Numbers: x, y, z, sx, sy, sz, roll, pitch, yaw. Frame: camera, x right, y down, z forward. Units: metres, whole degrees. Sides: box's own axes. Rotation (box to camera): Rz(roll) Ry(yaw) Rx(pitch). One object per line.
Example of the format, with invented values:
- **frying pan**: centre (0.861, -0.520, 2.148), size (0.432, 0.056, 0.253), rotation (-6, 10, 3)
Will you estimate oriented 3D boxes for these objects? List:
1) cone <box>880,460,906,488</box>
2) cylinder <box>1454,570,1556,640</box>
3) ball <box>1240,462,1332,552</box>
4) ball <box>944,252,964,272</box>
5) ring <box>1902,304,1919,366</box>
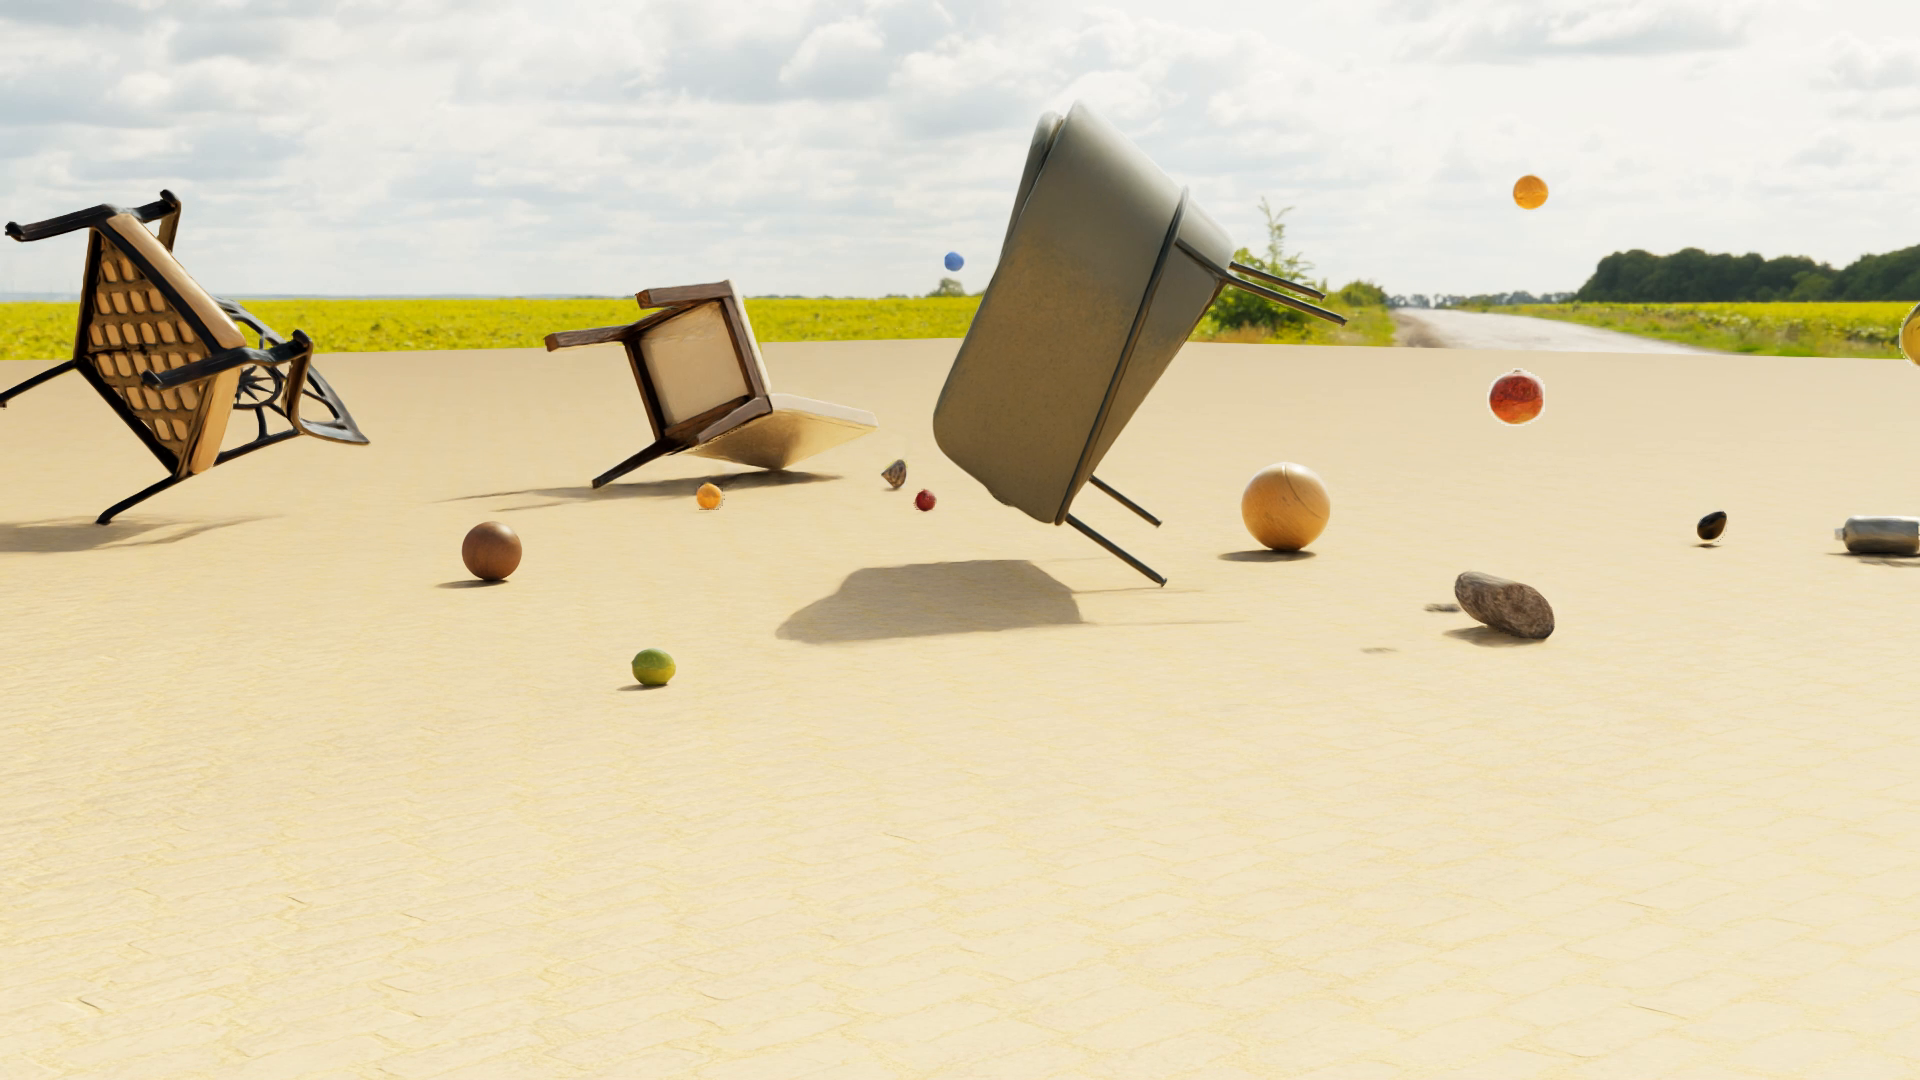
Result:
- **cone**: centre (-0.219, -0.204, 7.944), size (0.071, 0.097, 0.079), rotation (-4, 44, -39)
- **cylinder**: centre (1.006, 0.119, 4.741), size (0.132, 0.081, 0.191), rotation (41, -4, -14)
- **ball**: centre (0.780, -0.079, 6.137), size (0.214, 0.214, 0.214), rotation (0, 6, 0)
- **ball**: centre (-0.017, -0.797, 7.339), size (0.058, 0.058, 0.058), rotation (0, 6, 0)
- **ring**: centre (2.487, -0.529, 6.410), size (0.266, 0.252, 0.068), rotation (-35, 32, 27)
